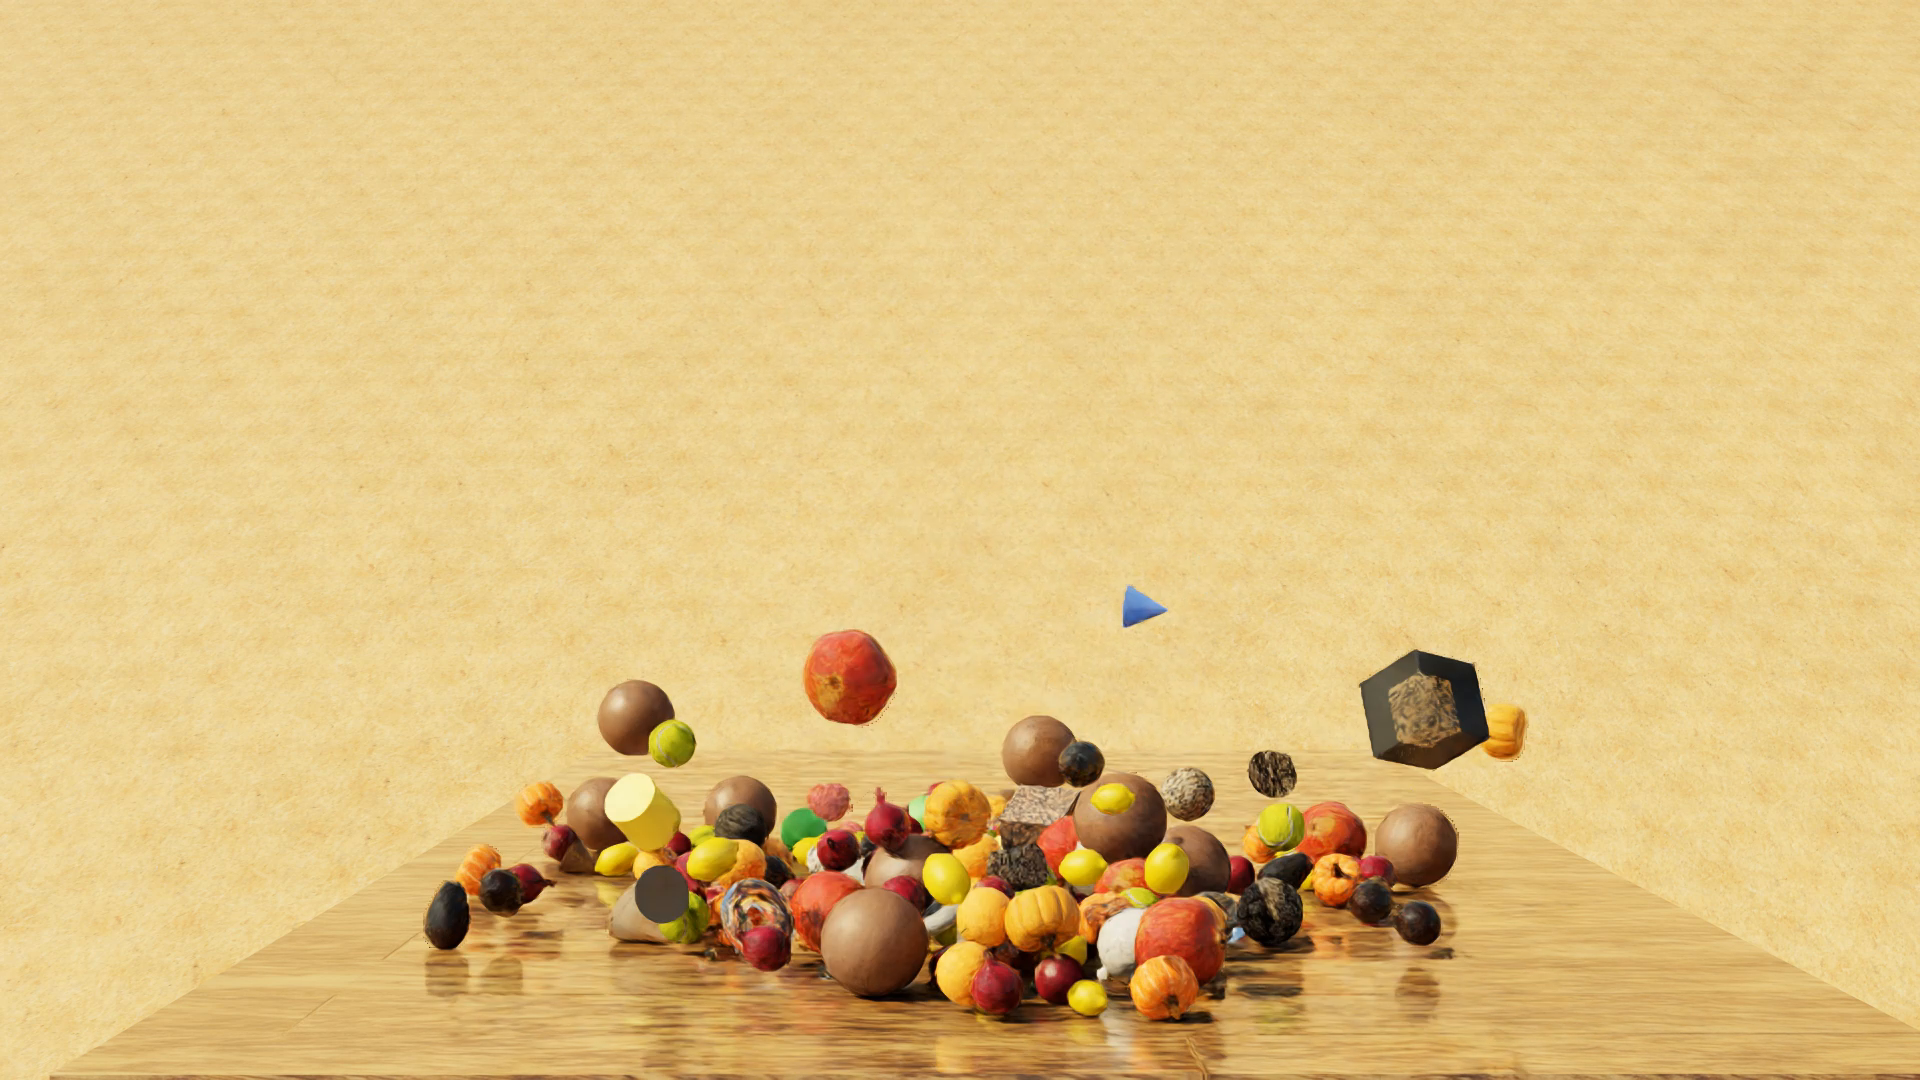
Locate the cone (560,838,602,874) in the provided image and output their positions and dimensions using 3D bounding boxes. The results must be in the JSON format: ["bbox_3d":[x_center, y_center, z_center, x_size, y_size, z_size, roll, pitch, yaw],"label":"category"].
[{"bbox_3d":[-0.608,0.530,4.219,0.064,0.064,0.064,28,37,15],"label":"cone"}]

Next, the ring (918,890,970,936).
[{"bbox_3d":[-0.020,0.471,3.265,0.077,0.026,0.077,-35,8,6],"label":"ring"}]

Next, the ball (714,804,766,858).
[{"bbox_3d":[-0.340,0.449,4.001,0.082,0.082,0.082,0,30,0],"label":"ball"}]

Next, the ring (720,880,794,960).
[{"bbox_3d":[-0.257,0.482,3.289,0.109,0.036,0.109,26,47,-31],"label":"ring"}]

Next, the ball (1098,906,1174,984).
[{"bbox_3d":[0.216,0.498,3.180,0.095,0.095,0.095,0,30,0],"label":"ball"}]

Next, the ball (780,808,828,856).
[{"bbox_3d":[-0.268,0.503,4.457,0.082,0.082,0.082,0,30,0],"label":"ball"}]

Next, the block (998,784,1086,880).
[{"bbox_3d":[0.126,0.440,3.900,0.098,0.098,0.098,3,29,24],"label":"block"}]

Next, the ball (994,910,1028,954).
[{"bbox_3d":[0.062,0.517,3.410,0.056,0.056,0.056,0,30,0],"label":"ball"}]

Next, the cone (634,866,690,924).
[{"bbox_3d":[-0.399,0.462,3.350,0.075,0.075,0.075,-19,-3,-30],"label":"cone"}]

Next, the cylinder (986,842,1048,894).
[{"bbox_3d":[0.077,0.438,3.445,0.059,0.059,0.059,-17,20,30],"label":"cylinder"}]

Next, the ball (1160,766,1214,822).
[{"bbox_3d":[0.382,0.426,4.341,0.091,0.091,0.091,0,30,0],"label":"ball"}]

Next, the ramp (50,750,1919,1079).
[{"bbox_3d":[0.066,0.593,4.648,2.000,0.100,4.000,0,0,0],"label":"ramp"}]

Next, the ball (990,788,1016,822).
[{"bbox_3d":[0.091,0.508,4.923,0.070,0.070,0.070,0,30,0],"label":"ball"}]

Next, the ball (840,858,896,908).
[{"bbox_3d":[-0.129,0.489,3.654,0.080,0.080,0.080,0,30,0],"label":"ball"}]

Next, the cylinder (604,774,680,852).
[{"bbox_3d":[-0.489,0.420,3.987,0.087,0.087,0.087,-15,47,17],"label":"cylinder"}]

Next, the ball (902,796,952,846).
[{"bbox_3d":[-0.059,0.499,4.604,0.089,0.089,0.089,0,30,0],"label":"ball"}]

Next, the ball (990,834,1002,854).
[{"bbox_3d":[0.085,0.507,4.179,0.075,0.075,0.075,0,30,0],"label":"ball"}]

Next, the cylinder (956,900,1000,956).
[{"bbox_3d":[0.023,0.489,3.258,0.053,0.053,0.053,2,14,3],"label":"cylinder"}]

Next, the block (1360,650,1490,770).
[{"bbox_3d":[0.558,0.205,3.112,0.099,0.099,0.099,14,55,-31],"label":"block"}]

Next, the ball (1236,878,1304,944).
[{"bbox_3d":[0.419,0.501,3.491,0.089,0.089,0.089,0,30,0],"label":"ball"}]

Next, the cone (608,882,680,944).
[{"bbox_3d":[-0.409,0.523,3.496,0.095,0.095,0.095,30,41,31],"label":"cone"}]

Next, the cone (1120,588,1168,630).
[{"bbox_3d":[0.248,0.090,3.396,0.057,0.057,0.057,-1,27,23],"label":"cone"}]

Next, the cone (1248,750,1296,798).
[{"bbox_3d":[0.537,0.376,4.329,0.086,0.086,0.086,14,24,23],"label":"cone"}]

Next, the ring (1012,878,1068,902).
[{"bbox_3d":[0.113,0.525,3.923,0.121,0.040,0.121,-1,-1,0],"label":"ring"}]

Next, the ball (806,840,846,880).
[{"bbox_3d":[-0.214,0.512,4.135,0.065,0.065,0.065,0,30,0],"label":"ball"}]

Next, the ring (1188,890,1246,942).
[{"bbox_3d":[0.351,0.514,3.527,0.088,0.029,0.088,14,32,-9],"label":"ring"}]

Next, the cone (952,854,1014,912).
[{"bbox_3d":[0.019,0.523,3.800,0.096,0.096,0.096,7,62,-14],"label":"cone"}]

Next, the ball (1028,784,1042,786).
[{"bbox_3d":[0.140,0.500,4.855,0.086,0.086,0.086,0,30,0],"label":"ball"}]

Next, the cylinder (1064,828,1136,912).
[{"bbox_3d":[0.199,0.467,3.664,0.087,0.087,0.087,7,30,12],"label":"cylinder"}]
